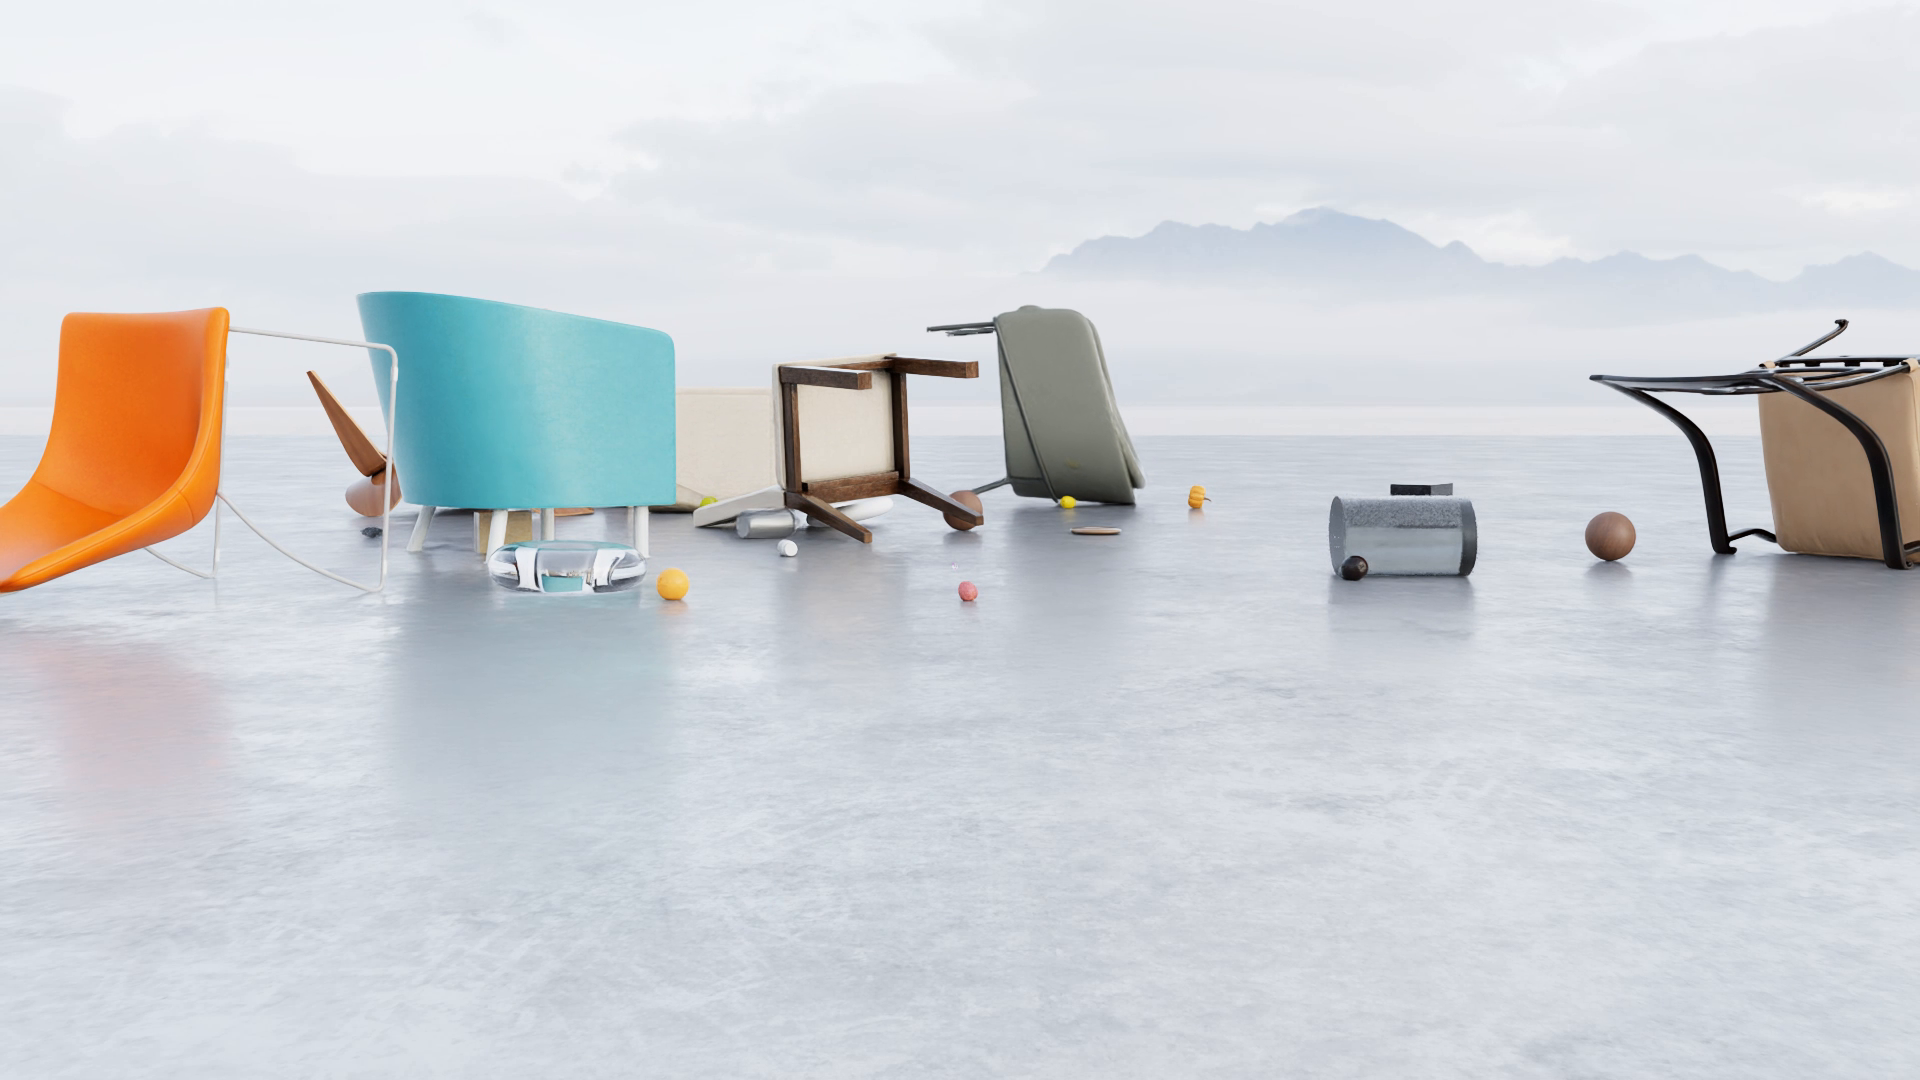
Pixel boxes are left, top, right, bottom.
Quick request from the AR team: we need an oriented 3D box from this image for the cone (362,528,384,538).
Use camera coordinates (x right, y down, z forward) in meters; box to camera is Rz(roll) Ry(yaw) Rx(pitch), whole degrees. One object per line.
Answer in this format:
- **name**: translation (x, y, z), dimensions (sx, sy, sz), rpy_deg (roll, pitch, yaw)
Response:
- **cone**: translation (-1.770, -0.014, 6.627), dimensions (0.069, 0.038, 0.031), rpy_deg (1, 35, -8)

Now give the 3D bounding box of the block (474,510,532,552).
- **block**: translation (-1.264, -0.023, 6.086), dimensions (0.145, 0.109, 0.076), rpy_deg (-2, 4, -22)

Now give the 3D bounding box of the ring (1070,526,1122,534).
- **ring**: translation (0.421, -0.029, 6.825), dimensions (0.160, 0.020, 0.165), rpy_deg (-2, 4, -29)

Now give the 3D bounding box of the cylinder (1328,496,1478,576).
- **cylinder**: translation (1.065, -0.011, 5.310), dimensions (0.308, 0.191, 0.289), rpy_deg (0, 8, 1)

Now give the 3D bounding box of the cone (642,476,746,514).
- **cone**: translation (-0.940, -0.132, 7.993), dimensions (0.351, 0.131, 0.315), rpy_deg (11, 5, 10)

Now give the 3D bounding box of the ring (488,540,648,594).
- **ring**: translation (-0.885, 0.060, 4.960), dimensions (0.348, 0.099, 0.394), rpy_deg (-2, 5, -32)

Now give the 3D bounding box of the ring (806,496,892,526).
- **ring**: translation (-0.367, -0.095, 7.313), dimensions (0.272, 0.059, 0.347), rpy_deg (-7, 6, 30)

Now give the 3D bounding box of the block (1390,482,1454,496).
- **block**: translation (1.651, -0.147, 7.868), dimensions (0.153, 0.111, 0.209), rpy_deg (3, 5, 34)
